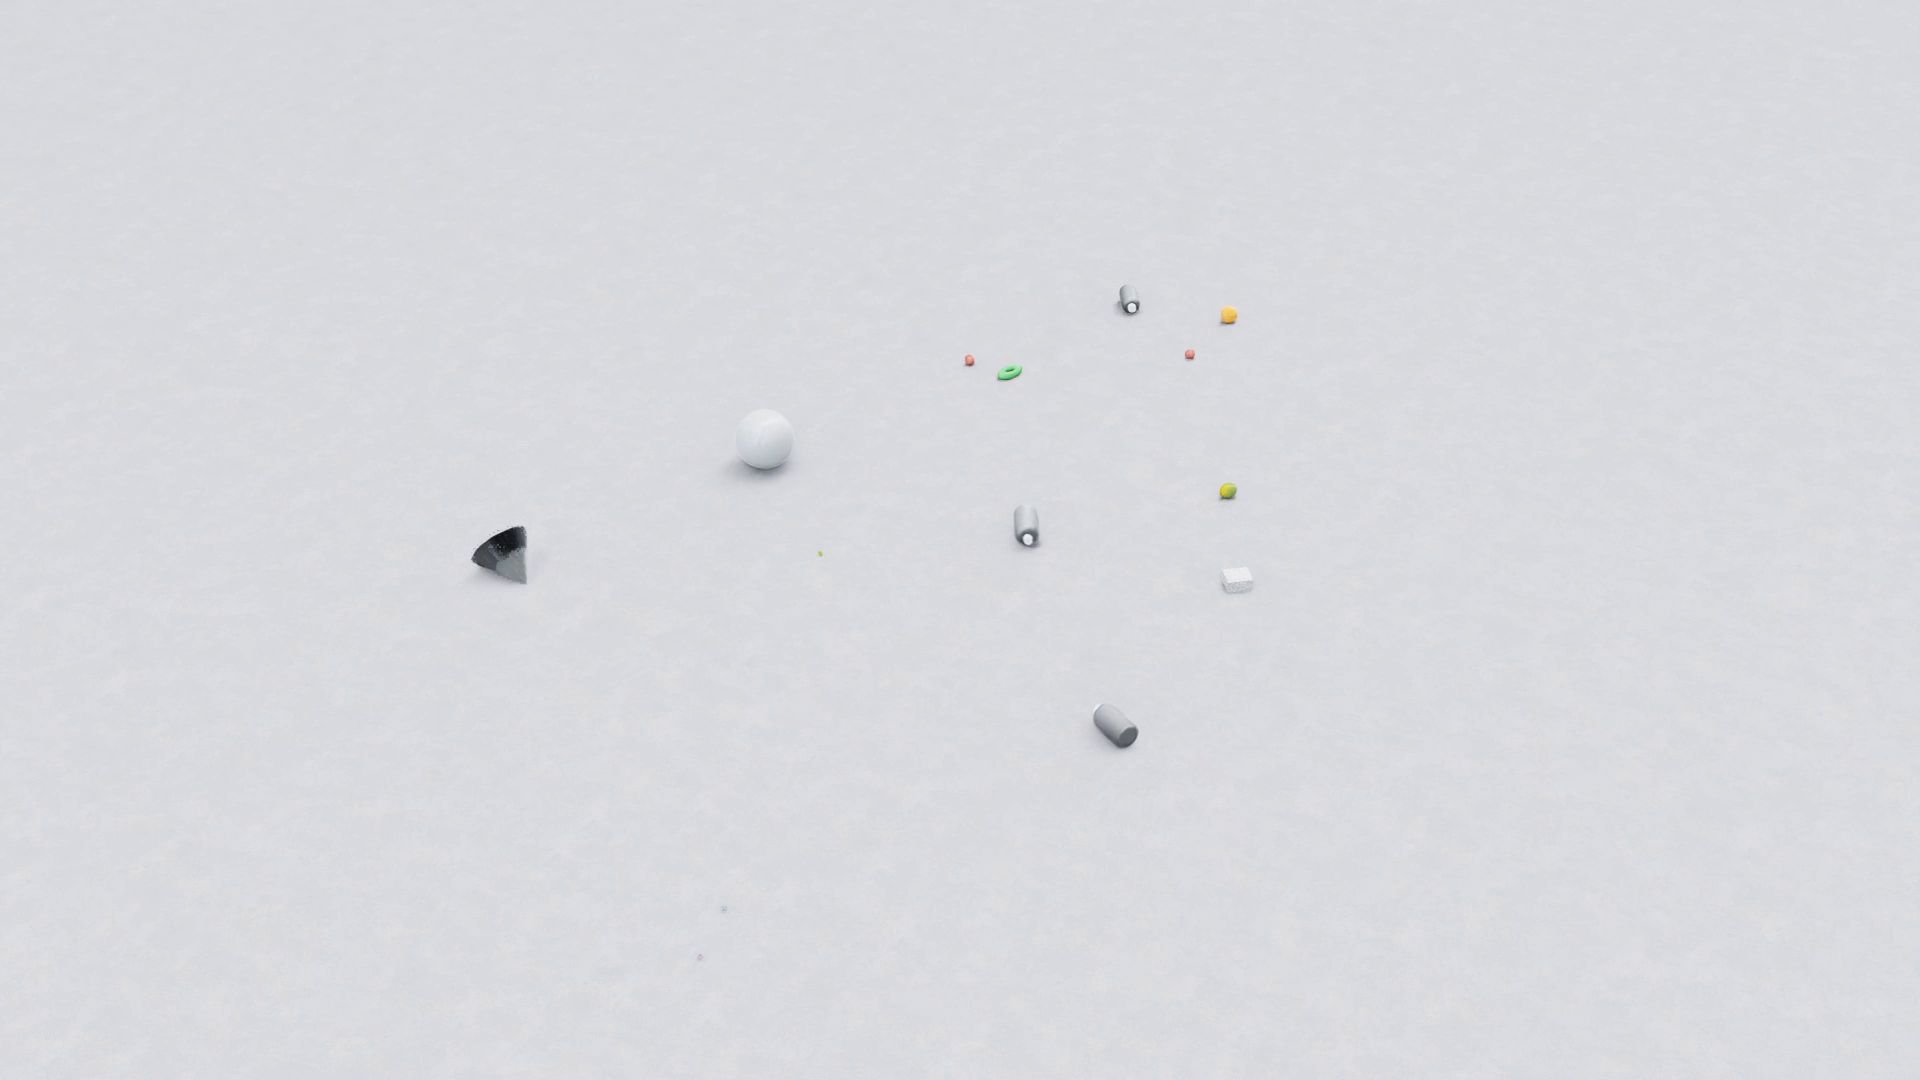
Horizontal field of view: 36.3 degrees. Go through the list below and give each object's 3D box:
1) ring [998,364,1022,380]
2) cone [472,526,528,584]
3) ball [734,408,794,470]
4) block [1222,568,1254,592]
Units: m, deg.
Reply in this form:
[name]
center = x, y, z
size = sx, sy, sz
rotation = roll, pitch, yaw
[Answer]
[ring]
center = 0.204, -0.686, 11.957
size = 0.126, 0.031, 0.066
rotation = -27, 43, -33
[cone]
center = -1.635, 0.091, 10.727
size = 0.237, 0.197, 0.189
rotation = -28, 70, -26
[ball]
center = -0.755, -0.390, 11.326
size = 0.232, 0.232, 0.232
rotation = 0, 33, 0
[block]
center = 1.011, 0.145, 10.684
size = 0.093, 0.045, 0.086
rotation = -6, 34, -9
